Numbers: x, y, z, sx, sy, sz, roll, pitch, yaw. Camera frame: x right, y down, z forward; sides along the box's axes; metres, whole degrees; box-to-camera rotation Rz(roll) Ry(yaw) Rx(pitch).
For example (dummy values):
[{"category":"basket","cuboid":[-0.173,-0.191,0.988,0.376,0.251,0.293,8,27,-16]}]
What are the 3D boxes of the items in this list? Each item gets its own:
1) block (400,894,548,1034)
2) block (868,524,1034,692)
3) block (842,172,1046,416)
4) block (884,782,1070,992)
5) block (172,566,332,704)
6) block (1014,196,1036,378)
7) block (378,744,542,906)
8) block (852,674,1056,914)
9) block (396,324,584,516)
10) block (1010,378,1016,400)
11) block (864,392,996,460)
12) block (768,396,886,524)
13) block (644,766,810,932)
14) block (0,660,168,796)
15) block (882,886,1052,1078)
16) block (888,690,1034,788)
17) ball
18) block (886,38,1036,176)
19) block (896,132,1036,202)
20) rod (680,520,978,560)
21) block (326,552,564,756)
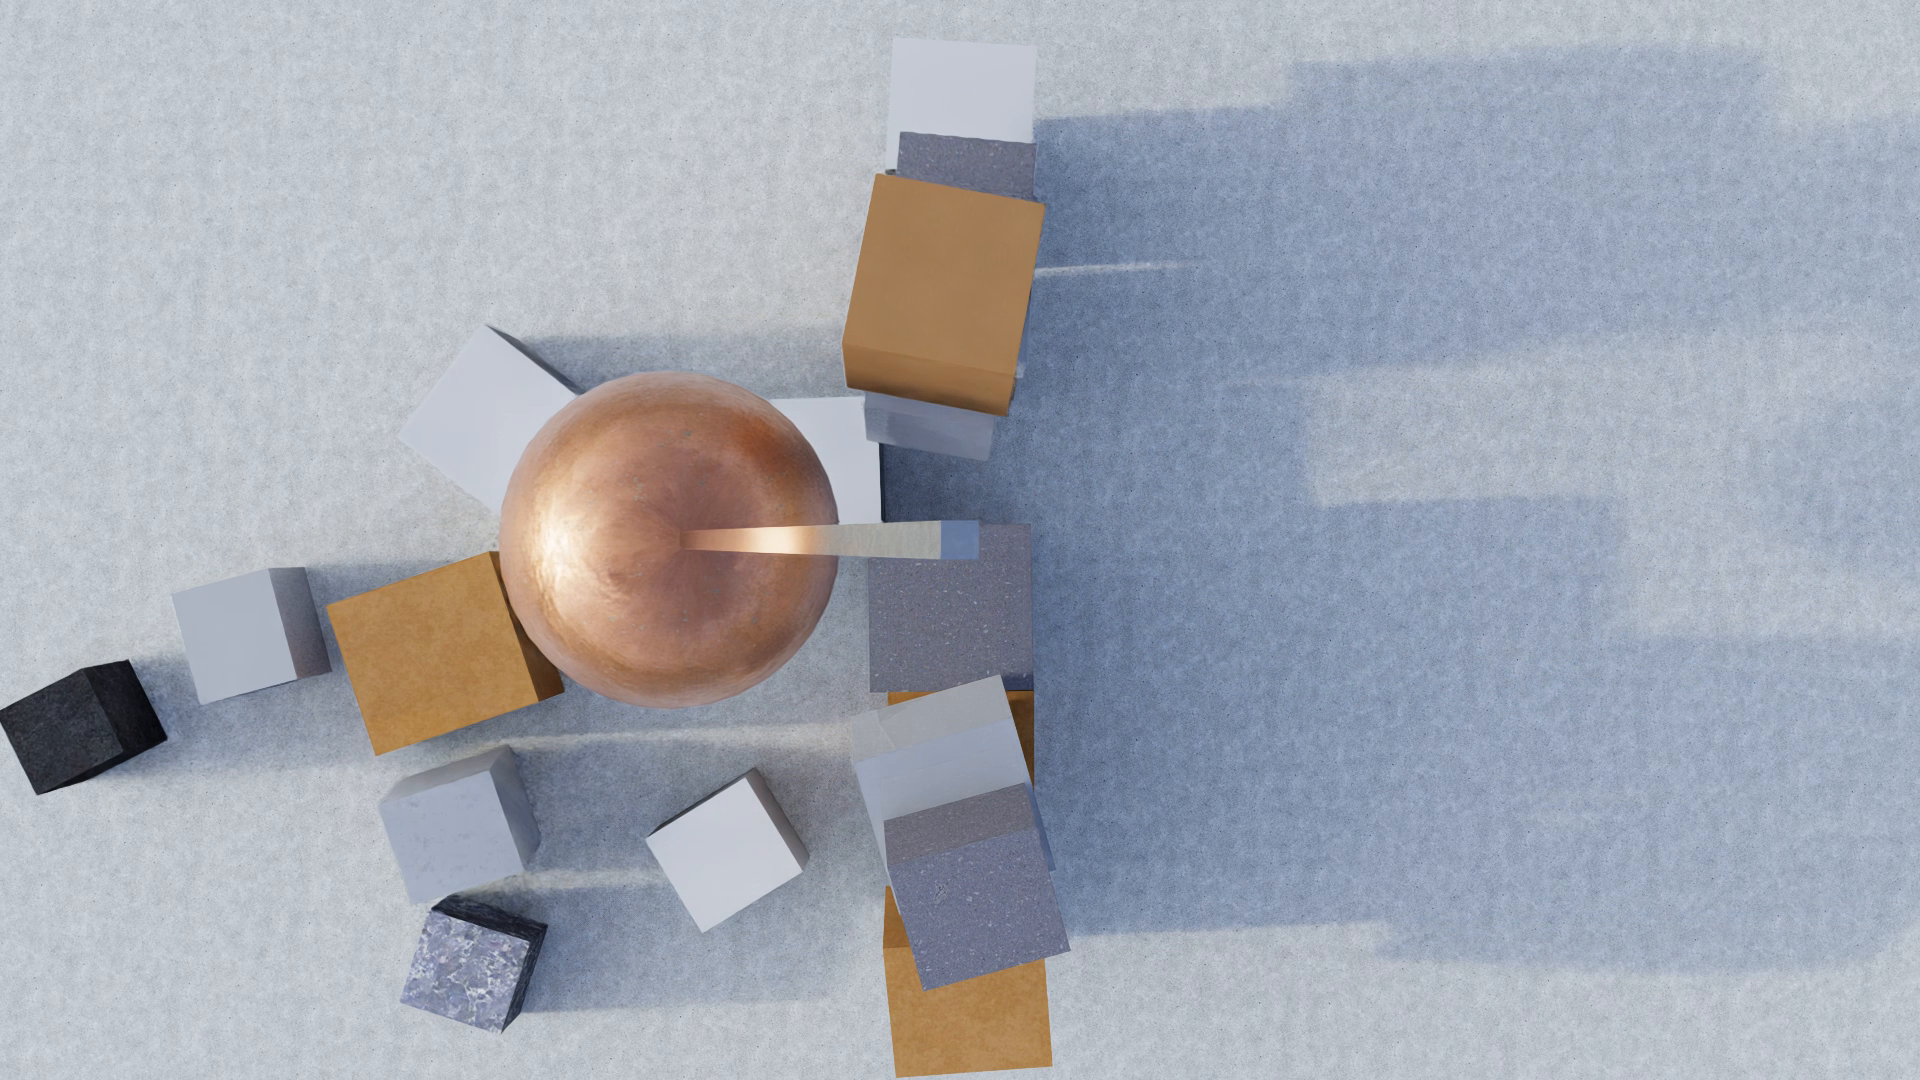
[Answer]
[{"category":"block","cuboid":[-2.803,2.446,12.721,0.601,0.558,0.552,18,90,0]},{"category":"block","cuboid":[-0.052,0.369,12.473,0.890,1.055,0.904,-1,90,0]},{"category":"block","cuboid":[-0.078,-1.119,10.207,0.777,0.835,0.801,11,80,0]},{"category":"block","cuboid":[0.076,1.718,10.964,0.745,0.662,0.669,-15,102,0]},{"category":"block","cuboid":[-4.063,0.540,12.654,0.561,0.691,0.642,-15,90,0]},{"category":"block","cuboid":[-0.034,-1.365,11.791,0.813,0.798,0.865,4,88,0]},{"category":"block","cuboid":[-2.858,1.627,12.629,0.654,0.668,0.605,-18,97,0]},{"category":"block","cuboid":[-0.047,1.329,11.625,0.841,0.804,0.857,-16,102,0]},{"category":"block","cuboid":[-2.520,-0.617,12.541,0.853,0.909,0.786,38,90,1]},{"category":"block","cuboid":[-0.008,-1.174,12.588,0.641,0.806,0.677,0,88,0]},{"category":"block","cuboid":[-0.111,-0.814,10.961,0.630,0.754,0.602,10,80,0]},{"category":"block","cuboid":[-0.791,-0.430,12.625,0.684,0.751,0.724,-2,90,0]},{"category":"block","cuboid":[-1.329,1.775,12.687,0.663,0.627,0.621,-32,90,0]},{"category":"block","cuboid":[-5.052,1.074,12.680,0.563,0.610,0.525,-27,90,3]},{"category":"block","cuboid":[0.042,2.320,11.734,0.826,0.677,0.770,-4,109,1]},{"category":"block","cuboid":[0.006,1.179,12.577,0.809,0.845,0.689,0,90,0]},{"category":"ball","cuboid":[-1.364,0.000,10.382,1.600,1.600,1.600,0,90,0]},{"category":"block","cuboid":[0.005,-2.296,11.986,0.764,0.624,0.698,4,90,0]},{"category":"block","cuboid":[0.007,-1.577,11.044,0.670,0.707,0.747,5,88,0]},{"category":"rod","cuboid":[-0.591,0.000,7.071,0.080,5.200,0.080,0,90,-13]},{"category":"block","cuboid":[-2.925,0.631,12.593,0.953,0.814,0.880,-18,90,0]}]
